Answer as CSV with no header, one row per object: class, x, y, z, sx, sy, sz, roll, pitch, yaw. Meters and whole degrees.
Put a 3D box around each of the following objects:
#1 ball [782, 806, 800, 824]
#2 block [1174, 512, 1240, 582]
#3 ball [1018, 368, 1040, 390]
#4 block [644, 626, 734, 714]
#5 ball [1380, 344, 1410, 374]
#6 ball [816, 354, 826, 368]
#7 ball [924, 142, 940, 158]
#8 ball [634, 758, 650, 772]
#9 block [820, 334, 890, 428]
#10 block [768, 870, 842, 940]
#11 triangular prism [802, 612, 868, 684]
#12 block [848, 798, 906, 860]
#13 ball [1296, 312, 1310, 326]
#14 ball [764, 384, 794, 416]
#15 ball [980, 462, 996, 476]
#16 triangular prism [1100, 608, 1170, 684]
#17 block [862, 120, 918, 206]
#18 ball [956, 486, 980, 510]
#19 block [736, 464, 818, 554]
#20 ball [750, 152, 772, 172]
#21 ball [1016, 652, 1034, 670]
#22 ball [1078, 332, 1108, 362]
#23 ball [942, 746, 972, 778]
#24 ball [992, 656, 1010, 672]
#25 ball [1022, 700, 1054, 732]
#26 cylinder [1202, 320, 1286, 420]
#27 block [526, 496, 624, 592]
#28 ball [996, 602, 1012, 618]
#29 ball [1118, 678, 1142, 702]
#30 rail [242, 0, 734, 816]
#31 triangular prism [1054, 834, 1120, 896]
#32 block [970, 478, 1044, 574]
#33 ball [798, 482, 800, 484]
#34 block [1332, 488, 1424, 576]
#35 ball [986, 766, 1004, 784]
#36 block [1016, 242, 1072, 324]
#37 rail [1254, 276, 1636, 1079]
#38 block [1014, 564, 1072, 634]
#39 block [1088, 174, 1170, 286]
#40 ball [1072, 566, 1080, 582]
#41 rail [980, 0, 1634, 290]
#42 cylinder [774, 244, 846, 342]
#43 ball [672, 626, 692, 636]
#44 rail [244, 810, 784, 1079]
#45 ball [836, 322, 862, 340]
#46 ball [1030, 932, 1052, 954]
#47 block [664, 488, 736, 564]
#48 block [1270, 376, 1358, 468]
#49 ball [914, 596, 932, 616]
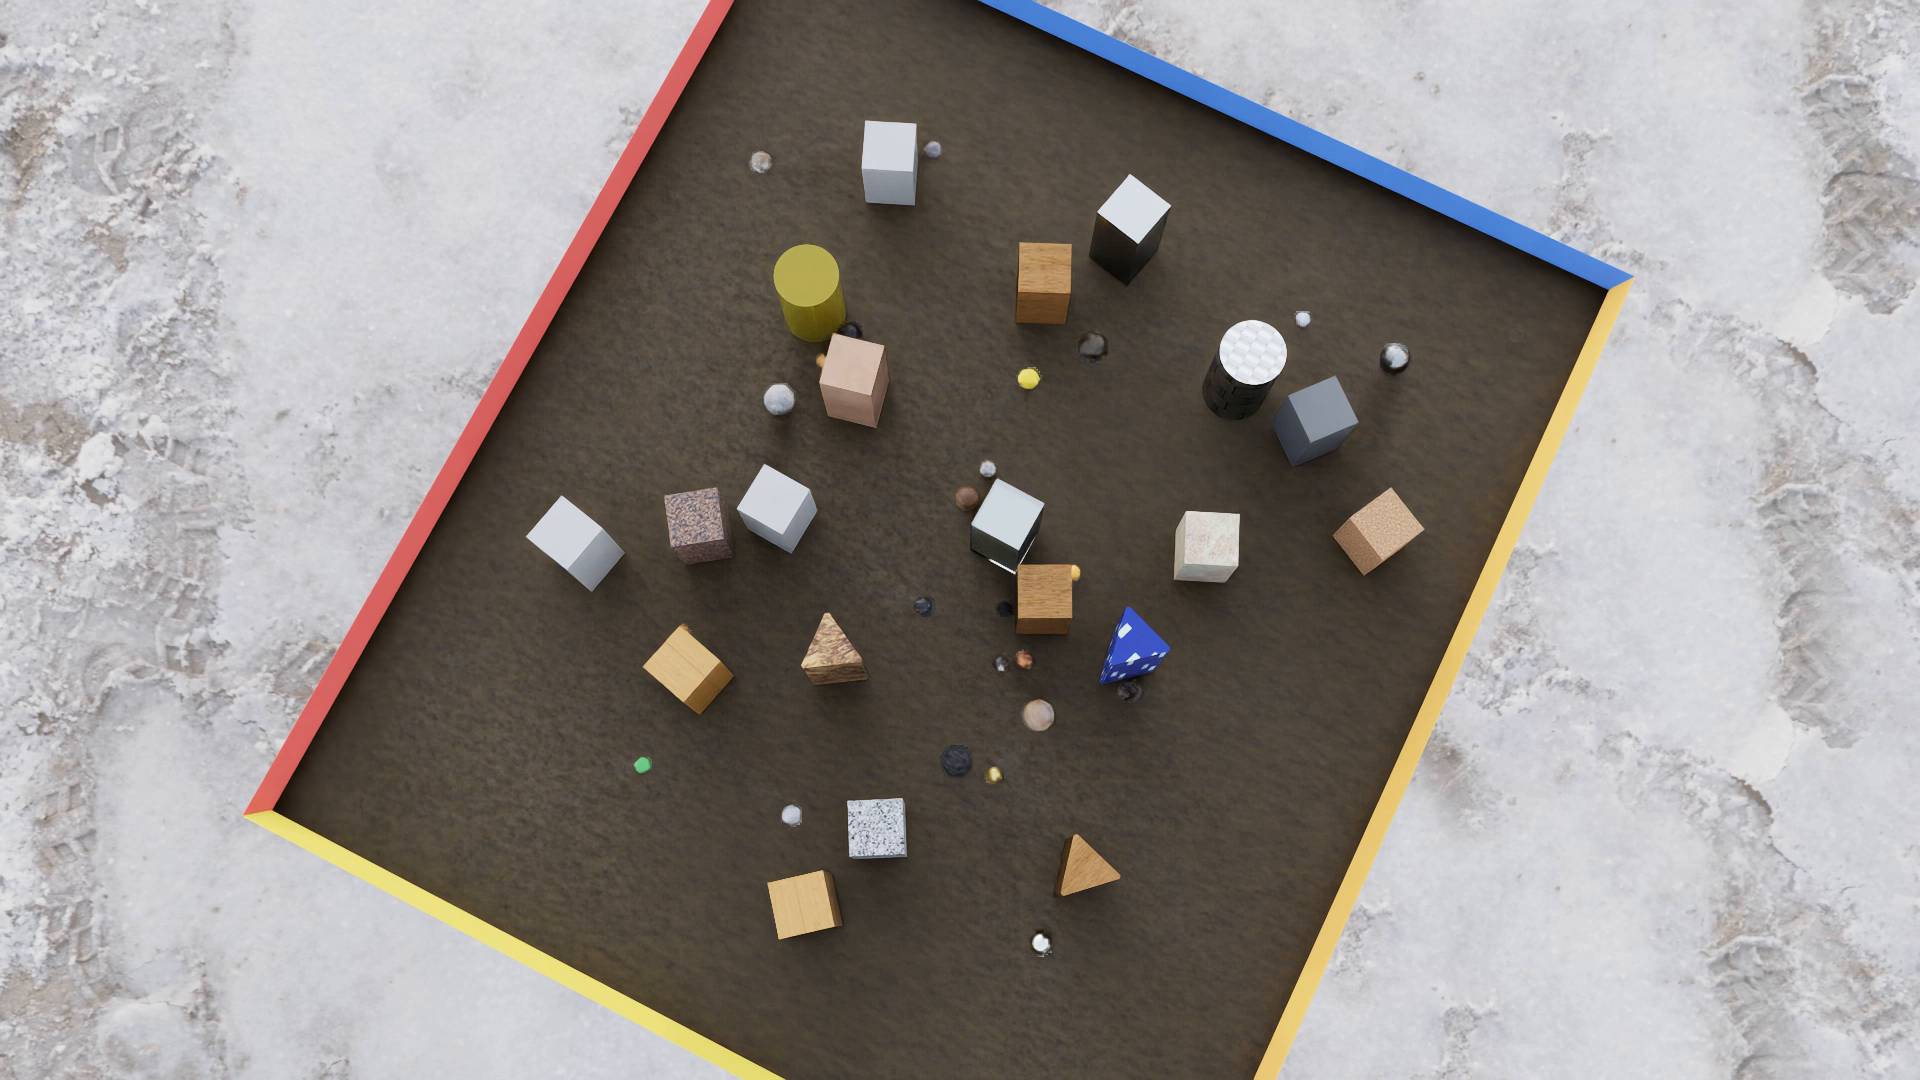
ball,-0.499,0.813,5.420,0.056,0.056,0.056,0,78,0
block,0.735,0.023,5.476,0.156,0.266,0.156,3,78,1
ball,0.213,-0.500,5.687,0.066,0.066,0.066,0,78,0
block,-0.791,0.385,5.368,0.156,0.331,0.156,40,81,8
ball,1.348,-0.561,5.686,0.091,0.091,0.091,0,78,0
ball,-0.426,-0.557,5.710,0.042,0.042,0.042,0,78,0
ball,-0.087,-1.246,5.848,0.051,0.051,0.051,0,78,0
ball,-0.946,0.670,5.455,0.044,0.044,0.044,0,78,0
block,-0.316,-0.477,5.531,0.156,0.361,0.156,14,79,3
block,-0.438,1.040,5.217,0.156,0.360,0.156,-13,79,-3
triangular prism,-0.369,0.315,5.356,0.169,0.382,0.146,-6,78,-1
block,-0.238,0.839,5.314,0.156,0.251,0.156,-3,78,-1
ball,1.073,-0.691,5.736,0.045,0.045,0.045,0,78,0
ball,-0.558,-0.432,5.657,0.096,0.096,0.096,0,78,0
ball,0.086,-0.218,5.638,0.047,0.047,0.047,0,78,0
triangular prism,0.487,0.300,5.331,0.169,0.437,0.146,-13,79,-3
block,-0.217,-1.174,5.722,0.156,0.270,0.156,4,78,1
ball,0.022,-0.127,5.606,0.073,0.073,0.073,0,78,0
block,-0.545,-0.091,5.490,0.156,0.284,0.156,29,80,6
ball,-0.632,-1.203,5.831,0.067,0.067,0.067,0,78,0
ball,0.195,0.363,5.513,0.055,0.055,0.055,0,78,0
ball,0.414,-0.599,5.691,0.097,0.097,0.097,0,78,0
ball,-0.008,0.658,5.435,0.089,0.089,0.089,0,78,0
ball,0.124,0.372,5.513,0.052,0.052,0.052,0,78,0
ball,0.234,0.522,5.460,0.094,0.094,0.094,0,78,0
cylinder,0.853,-0.507,5.523,0.195,0.389,0.195,0,78,0
block,-1.135,0.015,5.430,0.156,0.358,0.156,38,81,7
ball,0.135,0.210,5.549,0.047,0.047,0.047,0,78,0
ball,0.510,0.450,5.487,0.072,0.072,0.072,0,78,0
rail,-1.317,-0.638,5.683,0.045,0.126,3.341,26,80,5
triangular prism,0.339,0.919,5.229,0.169,0.386,0.146,-16,79,-3
block,0.137,-0.037,5.434,0.156,0.373,0.156,28,80,6
ball,-0.505,-0.157,5.627,0.044,0.044,0.044,0,78,0
block,1.251,-0.023,5.492,0.156,0.253,0.156,-35,80,-7
ball,0.103,0.698,5.447,0.049,0.049,0.049,0,78,0
block,0.255,-0.786,5.632,0.156,0.288,0.156,2,78,0
rail,1.317,0.652,5.416,0.045,0.126,3.341,26,80,5
block,0.245,0.178,5.427,0.156,0.298,0.156,0,78,0
block,0.517,-0.945,5.621,0.156,0.373,0.156,39,81,7
ball,0.340,0.102,5.569,0.051,0.051,0.051,0,78,0
rail,0.736,-1.436,5.848,2.993,0.126,0.045,26,80,5
cylinder,-0.455,-0.750,5.598,0.195,0.340,0.195,0,78,0
ball,-0.838,0.287,5.527,0.059,0.059,0.059,0,78,0
rail,-0.736,1.449,5.251,2.993,0.126,0.045,26,80,5
ball,-0.346,-0.638,5.708,0.080,0.080,0.080,0,78,0
ball,0.234,1.173,5.340,0.065,0.065,0.065,0,78,0
block,-0.777,-0.039,5.485,0.156,0.274,0.156,-9,78,-2
block,1.068,-0.355,5.535,0.156,0.303,0.156,-23,79,-5
ball,-0.112,0.200,5.546,0.058,0.058,0.058,0,78,0
